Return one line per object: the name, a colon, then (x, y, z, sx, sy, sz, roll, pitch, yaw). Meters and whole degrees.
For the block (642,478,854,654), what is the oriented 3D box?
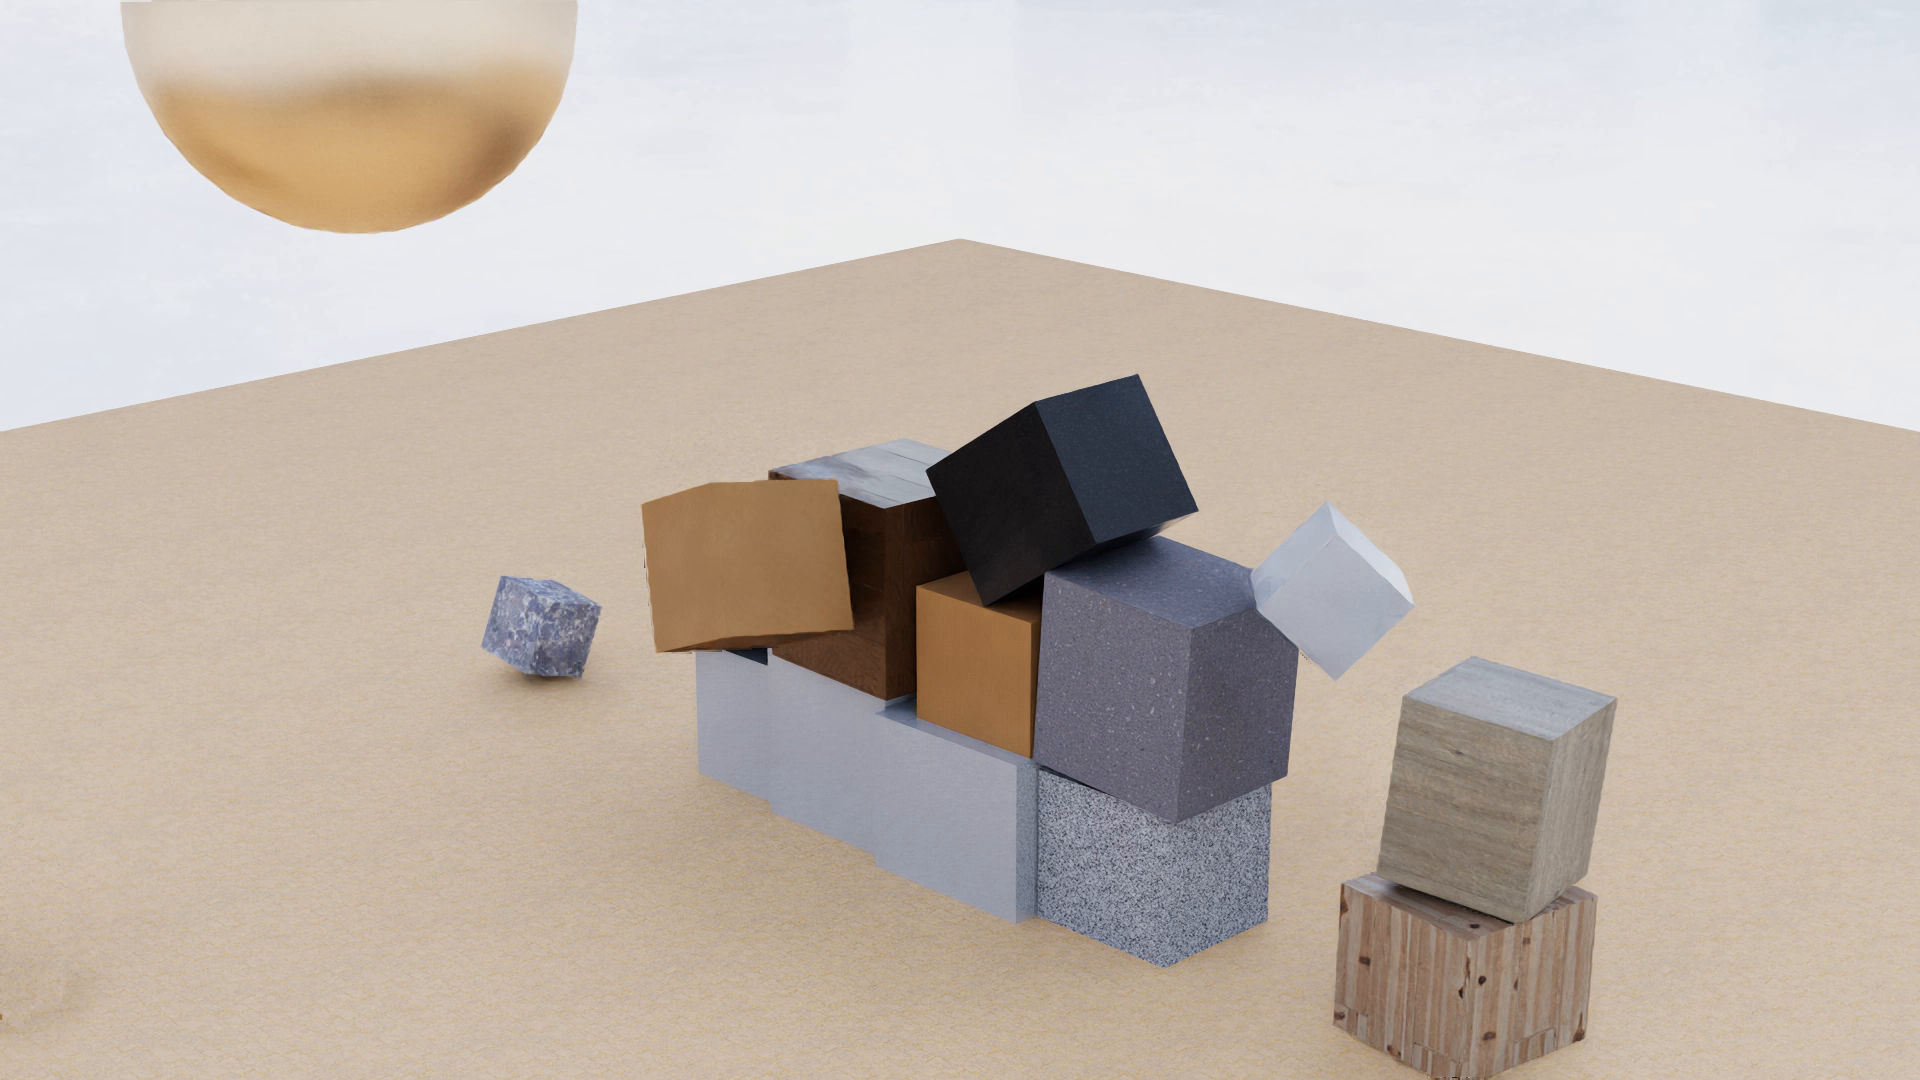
block: (-0.942, 0.115, 12.944, 0.649, 0.668, 0.608, -2, -7, -36)

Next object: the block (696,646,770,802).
block: (-0.866, 0.827, 14.538, 0.615, 0.704, 0.627, -17, 24, -42)

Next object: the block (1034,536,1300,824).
block: (0.892, 0.582, 12.616, 0.822, 0.878, 0.742, 21, 27, 40)

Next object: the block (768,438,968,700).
block: (-0.299, 0.118, 13.636, 0.831, 0.906, 0.826, -15, 23, -39)

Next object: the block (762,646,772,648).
block: (-0.931, 0.101, 14.361, 0.775, 0.667, 0.846, -17, 11, -43)

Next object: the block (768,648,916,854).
block: (-0.373, 0.919, 14.010, 0.722, 0.847, 0.807, -17, 24, -42)

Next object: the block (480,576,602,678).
block: (-2.272, 0.472, 15.914, 0.413, 0.415, 0.392, 24, 11, 40)

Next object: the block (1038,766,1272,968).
block: (0.854, 1.344, 12.901, 0.689, 0.700, 0.749, -17, 24, -42)

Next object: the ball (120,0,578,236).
ball: (-2.169, -1.894, 10.473, 1.600, 1.600, 1.600, 0, 17, 0)

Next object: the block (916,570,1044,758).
block: (0.315, 0.503, 13.193, 0.735, 0.627, 0.708, -17, 24, -42)

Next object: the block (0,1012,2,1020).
block: (-4.373, 1.658, 11.998, 0.645, 0.581, 0.728, -15, 22, -25)

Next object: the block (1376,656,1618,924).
block: (2.143, 0.986, 11.709, 0.632, 0.773, 0.665, 16, 21, 30)

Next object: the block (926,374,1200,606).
block: (0.441, -0.216, 12.800, 0.667, 0.658, 0.781, -17, -9, -43)

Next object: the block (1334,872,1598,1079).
block: (2.038, 1.702, 11.855, 0.749, 0.630, 0.692, -12, 21, -36)

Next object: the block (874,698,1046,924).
block: (0.243, 1.147, 13.442, 0.896, 0.751, 0.903, -17, 24, -42)

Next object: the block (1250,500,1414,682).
block: (1.525, 0.206, 12.046, 0.449, 0.449, 0.433, 42, 15, -12)
